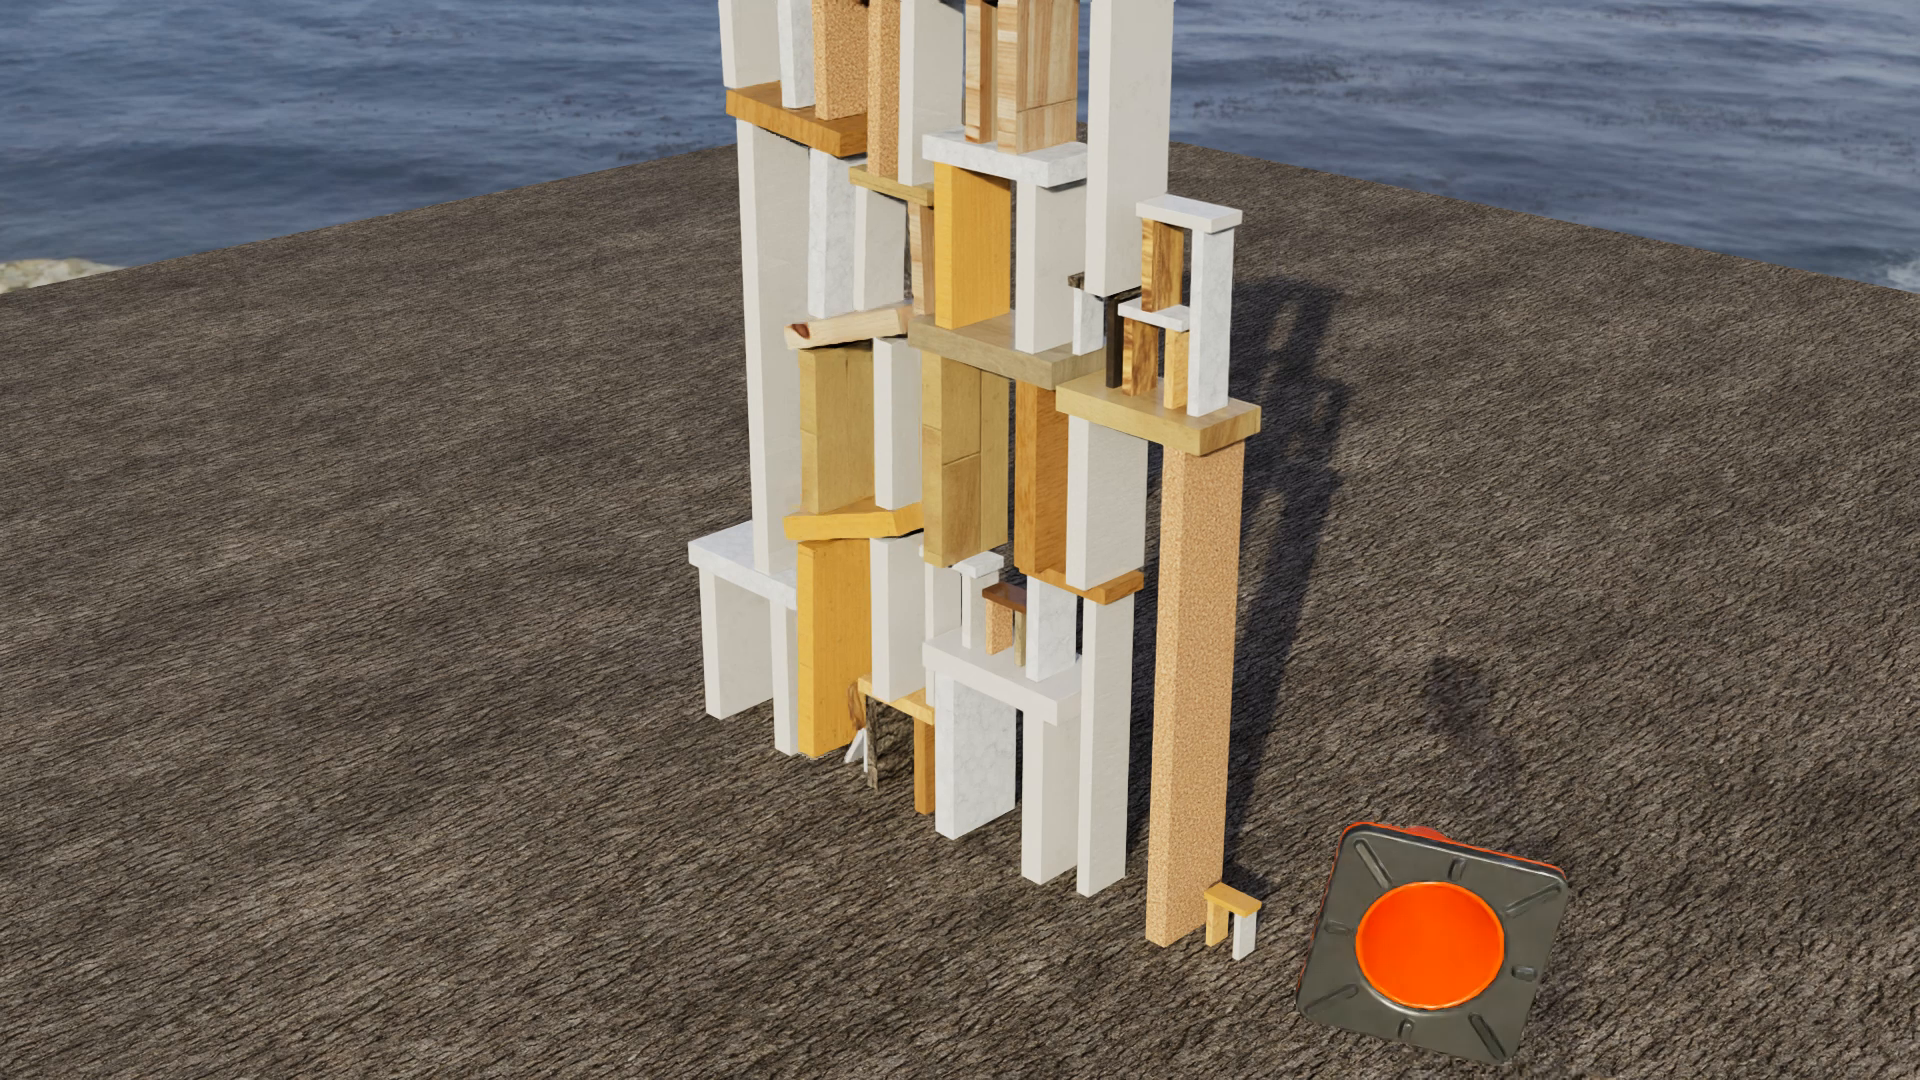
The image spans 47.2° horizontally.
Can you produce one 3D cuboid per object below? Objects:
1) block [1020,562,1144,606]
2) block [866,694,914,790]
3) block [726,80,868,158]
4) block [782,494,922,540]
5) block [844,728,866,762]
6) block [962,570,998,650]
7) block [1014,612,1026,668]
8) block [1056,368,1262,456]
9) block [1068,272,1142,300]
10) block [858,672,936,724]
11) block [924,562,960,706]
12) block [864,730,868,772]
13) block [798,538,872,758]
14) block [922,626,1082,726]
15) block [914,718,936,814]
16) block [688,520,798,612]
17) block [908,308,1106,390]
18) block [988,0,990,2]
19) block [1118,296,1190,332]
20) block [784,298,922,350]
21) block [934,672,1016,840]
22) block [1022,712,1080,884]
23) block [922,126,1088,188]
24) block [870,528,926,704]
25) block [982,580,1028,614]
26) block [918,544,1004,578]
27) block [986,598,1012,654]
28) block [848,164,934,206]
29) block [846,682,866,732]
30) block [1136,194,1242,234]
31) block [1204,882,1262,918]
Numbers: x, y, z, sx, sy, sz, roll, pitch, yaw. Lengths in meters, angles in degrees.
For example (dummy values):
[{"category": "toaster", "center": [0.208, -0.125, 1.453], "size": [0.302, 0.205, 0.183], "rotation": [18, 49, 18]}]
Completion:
[{"category": "block", "center": [0.220, 0.060, 4.009], "size": [0.210, 0.030, 0.105], "rotation": [21, 31, 41]}, {"category": "block", "center": [-0.144, 0.401, 4.544], "size": [0.030, 0.212, 0.106], "rotation": [21, 31, 40]}, {"category": "block", "center": [-0.277, -0.806, 4.183], "size": [0.163, 0.046, 0.326], "rotation": [-21, 37, -41]}, {"category": "block", "center": [-0.179, -0.050, 4.389], "size": [0.172, 0.049, 0.344], "rotation": [-21, 13, -41]}, {"category": "block", "center": [-0.207, 0.428, 4.635], "size": [0.049, 0.098, 0.014], "rotation": [-21, 62, -41]}, {"category": "block", "center": [0.040, 0.126, 4.231], "size": [0.077, 0.154, 0.022], "rotation": [-21, 31, -40]}, {"category": "block", "center": [0.129, 0.179, 4.158], "size": [0.057, 0.113, 0.016], "rotation": [-21, 31, -41]}, {"category": "block", "center": [0.337, -0.225, 3.761], "size": [0.161, 0.046, 0.321], "rotation": [-22, 31, -40]}, {"category": "block", "center": [0.249, -0.438, 3.772], "size": [0.060, 0.017, 0.120], "rotation": [-22, 31, -40]}, {"category": "block", "center": [-0.094, 0.309, 4.451], "size": [0.212, 0.030, 0.106], "rotation": [21, 31, 40]}, {"category": "block", "center": [-0.033, 0.172, 4.329], "size": [0.022, 0.316, 0.077], "rotation": [21, 31, 40]}, {"category": "block", "center": [-0.179, 0.436, 4.608], "size": [0.014, 0.098, 0.049], "rotation": [21, 31, 41]}, {"category": "block", "center": [-0.258, 0.210, 4.591], "size": [0.172, 0.474, 0.049], "rotation": [-20, 31, -41]}, {"category": "block", "center": [0.115, 0.246, 4.208], "size": [0.177, 0.050, 0.355], "rotation": [-21, 31, -41]}, {"category": "block", "center": [-0.043, 0.440, 4.452], "size": [0.030, 0.212, 0.106], "rotation": [21, 31, 41]}, {"category": "block", "center": [-0.399, 0.051, 4.680], "size": [0.350, 0.050, 0.175], "rotation": [21, 31, 41]}, {"category": "block", "center": [0.095, -0.356, 3.970], "size": [0.357, 0.051, 0.179], "rotation": [21, 31, 41]}, {"category": "block", "center": [0.008, -0.972, 3.801], "size": [0.123, 0.035, 0.247], "rotation": [-21, 31, -39]}, {"category": "block", "center": [0.340, -0.380, 3.690], "size": [0.069, 0.020, 0.138], "rotation": [-22, 31, -40]}, {"category": "block", "center": [-0.168, -0.421, 4.224], "size": [0.168, 0.048, 0.336], "rotation": [-21, 13, -41]}, {"category": "block", "center": [0.032, 0.400, 4.364], "size": [0.177, 0.355, 0.050], "rotation": [-21, 31, -41]}, {"category": "block", "center": [0.199, 0.465, 4.210], "size": [0.050, 0.355, 0.177], "rotation": [21, 31, 41]}, {"category": "block", "center": [0.094, -0.673, 3.829], "size": [0.301, 0.043, 0.150], "rotation": [21, 31, 41]}, {"category": "block", "center": [-0.097, 0.136, 4.378], "size": [0.172, 0.344, 0.049], "rotation": [-21, 31, -41]}, {"category": "block", "center": [0.102, 0.109, 4.157], "size": [0.057, 0.016, 0.113], "rotation": [-21, 31, -41]}, {"category": "block", "center": [0.002, 0.031, 4.230], "size": [0.077, 0.022, 0.154], "rotation": [-21, 31, -40]}, {"category": "block", "center": [0.076, 0.158, 4.207], "size": [0.057, 0.113, 0.016], "rotation": [-21, 31, -41]}, {"category": "block", "center": [-0.096, -0.659, 4.045], "size": [0.207, 0.029, 0.103], "rotation": [23, 32, 39]}, {"category": "block", "center": [-0.210, 0.346, 4.598], "size": [0.049, 0.098, 0.014], "rotation": [-23, 22, -39]}, {"category": "block", "center": [0.373, -0.534, 3.593], "size": [0.079, 0.022, 0.158], "rotation": [-22, 31, -40]}, {"category": "block", "center": [0.492, 0.650, 3.972], "size": [0.094, 0.013, 0.047], "rotation": [21, 31, 41]}]
